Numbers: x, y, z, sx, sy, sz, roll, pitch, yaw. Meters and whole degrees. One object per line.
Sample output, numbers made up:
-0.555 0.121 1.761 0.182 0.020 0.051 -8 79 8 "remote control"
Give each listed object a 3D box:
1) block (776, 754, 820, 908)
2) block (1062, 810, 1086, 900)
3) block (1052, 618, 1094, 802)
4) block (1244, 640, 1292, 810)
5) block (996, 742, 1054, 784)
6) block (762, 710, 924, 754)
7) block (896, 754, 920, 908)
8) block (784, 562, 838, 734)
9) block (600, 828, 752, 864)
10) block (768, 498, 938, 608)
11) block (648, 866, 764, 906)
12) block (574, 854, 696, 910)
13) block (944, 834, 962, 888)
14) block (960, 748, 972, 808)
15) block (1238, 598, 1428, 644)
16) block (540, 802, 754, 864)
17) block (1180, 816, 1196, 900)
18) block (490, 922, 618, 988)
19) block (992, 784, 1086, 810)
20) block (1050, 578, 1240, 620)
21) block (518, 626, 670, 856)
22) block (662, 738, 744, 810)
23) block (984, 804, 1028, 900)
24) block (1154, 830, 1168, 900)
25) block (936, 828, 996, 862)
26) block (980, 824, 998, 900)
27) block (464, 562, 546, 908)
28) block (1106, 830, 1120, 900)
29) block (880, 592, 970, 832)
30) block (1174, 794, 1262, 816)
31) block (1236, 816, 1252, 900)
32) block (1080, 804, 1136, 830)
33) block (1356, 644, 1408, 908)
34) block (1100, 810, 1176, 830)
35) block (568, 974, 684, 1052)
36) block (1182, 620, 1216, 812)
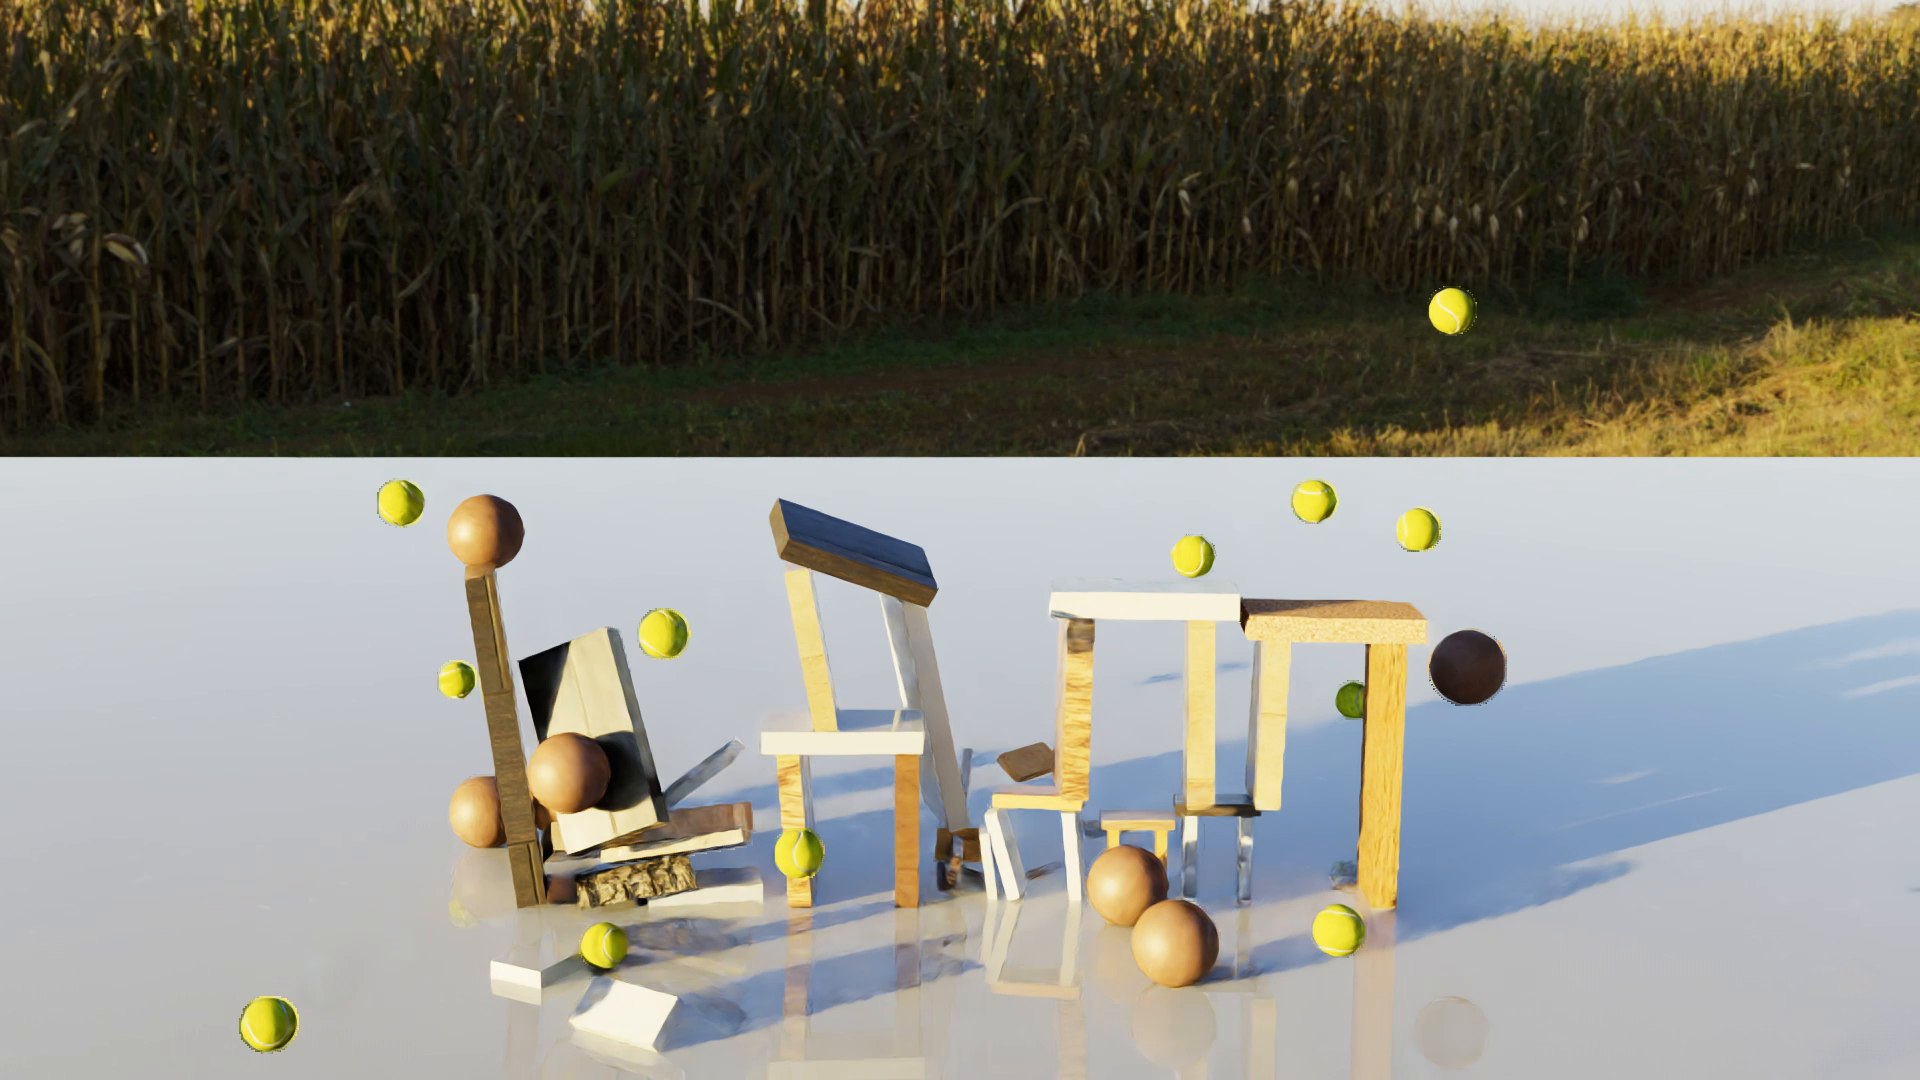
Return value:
-0.268 0.461 3.639 0.037 0.261 0.130 -3 12 3 "block"
0.190 0.516 3.657 0.021 0.149 0.075 -4 10 10 "block"
0.188 0.265 3.639 0.043 0.303 0.152 1 7 -3 "block"
0.507 0.288 3.627 0.040 0.284 0.142 2 10 0 "block"
0.129 0.408 4.042 0.120 0.017 0.060 -11 48 -45 "block"
-0.191 0.314 3.608 0.261 0.037 0.131 0 12 -2 "block"
-0.087 0.462 3.642 0.037 0.261 0.131 0 11 0 "block"
-0.241 0.164 3.573 0.038 0.268 0.134 -10 12 -1 "block"
-0.470 0.509 3.646 0.236 0.022 0.077 -9 -11 4 "block"
-0.174 0.021 3.567 0.268 0.038 0.134 19 24 -23 "block"
-0.426 0.577 3.665 0.188 0.027 0.094 -2 11 -9 "block"
-0.534 0.561 3.616 0.188 0.027 0.094 -9 13 -12 "block"
-0.011 0.546 3.744 0.016 0.057 0.113 15 10 -3 "block"
0.007 0.448 3.948 0.017 0.060 0.161 5 33 2 "block"
0.605 0.132 3.588 0.283 0.040 0.142 1 10 0 "block"
-0.526 0.492 3.694 0.331 0.047 0.166 -4 -14 -18 "block"
0.381 0.519 3.657 0.020 0.140 0.070 -1 8 1 "block"
-0.618 0.634 3.362 0.094 0.027 0.188 6 12 28 "block"
0.133 0.428 3.656 0.149 0.021 0.075 1 7 10 "block"
0.299 0.097 3.593 0.303 0.043 0.152 1 7 3 "block"
-0.595 0.326 3.565 0.166 0.331 0.047 -21 -15 14 "block"
-0.432 0.390 3.661 0.153 0.022 0.076 -36 6 15 "block"
0.077 0.516 3.658 0.021 0.149 0.075 -14 7 13 "block"
0.334 0.531 3.658 0.017 0.120 0.060 0 11 0 "block"
0.013 0.528 3.808 0.113 0.057 0.016 -2 -12 26 "block"
0.048 0.534 3.655 0.016 0.113 0.057 -7 10 3 "block"
-0.747 0.317 3.617 0.047 0.546 0.166 -9 9 -10 "block"
0.254 0.531 3.658 0.017 0.120 0.060 0 11 0 "block"
-0.062 0.277 3.736 0.038 0.437 0.134 -18 23 -15 "block"
0.426 0.440 3.650 0.139 0.020 0.070 0 8 2 "block"
0.473 0.520 3.657 0.020 0.139 0.070 1 8 3 "block"
0.269 0.510 4.052 0.120 0.017 0.060 -5 12 -26 "block"
0.696 0.372 3.631 0.040 0.443 0.142 0 11 0 "block"
0.294 0.464 3.645 0.120 0.017 0.060 0 11 0 "block"
-0.468 0.664 3.088 0.153 0.022 0.076 7 53 33 "block"
0.393 0.274 3.622 0.043 0.315 0.152 0 7 2 "block"
